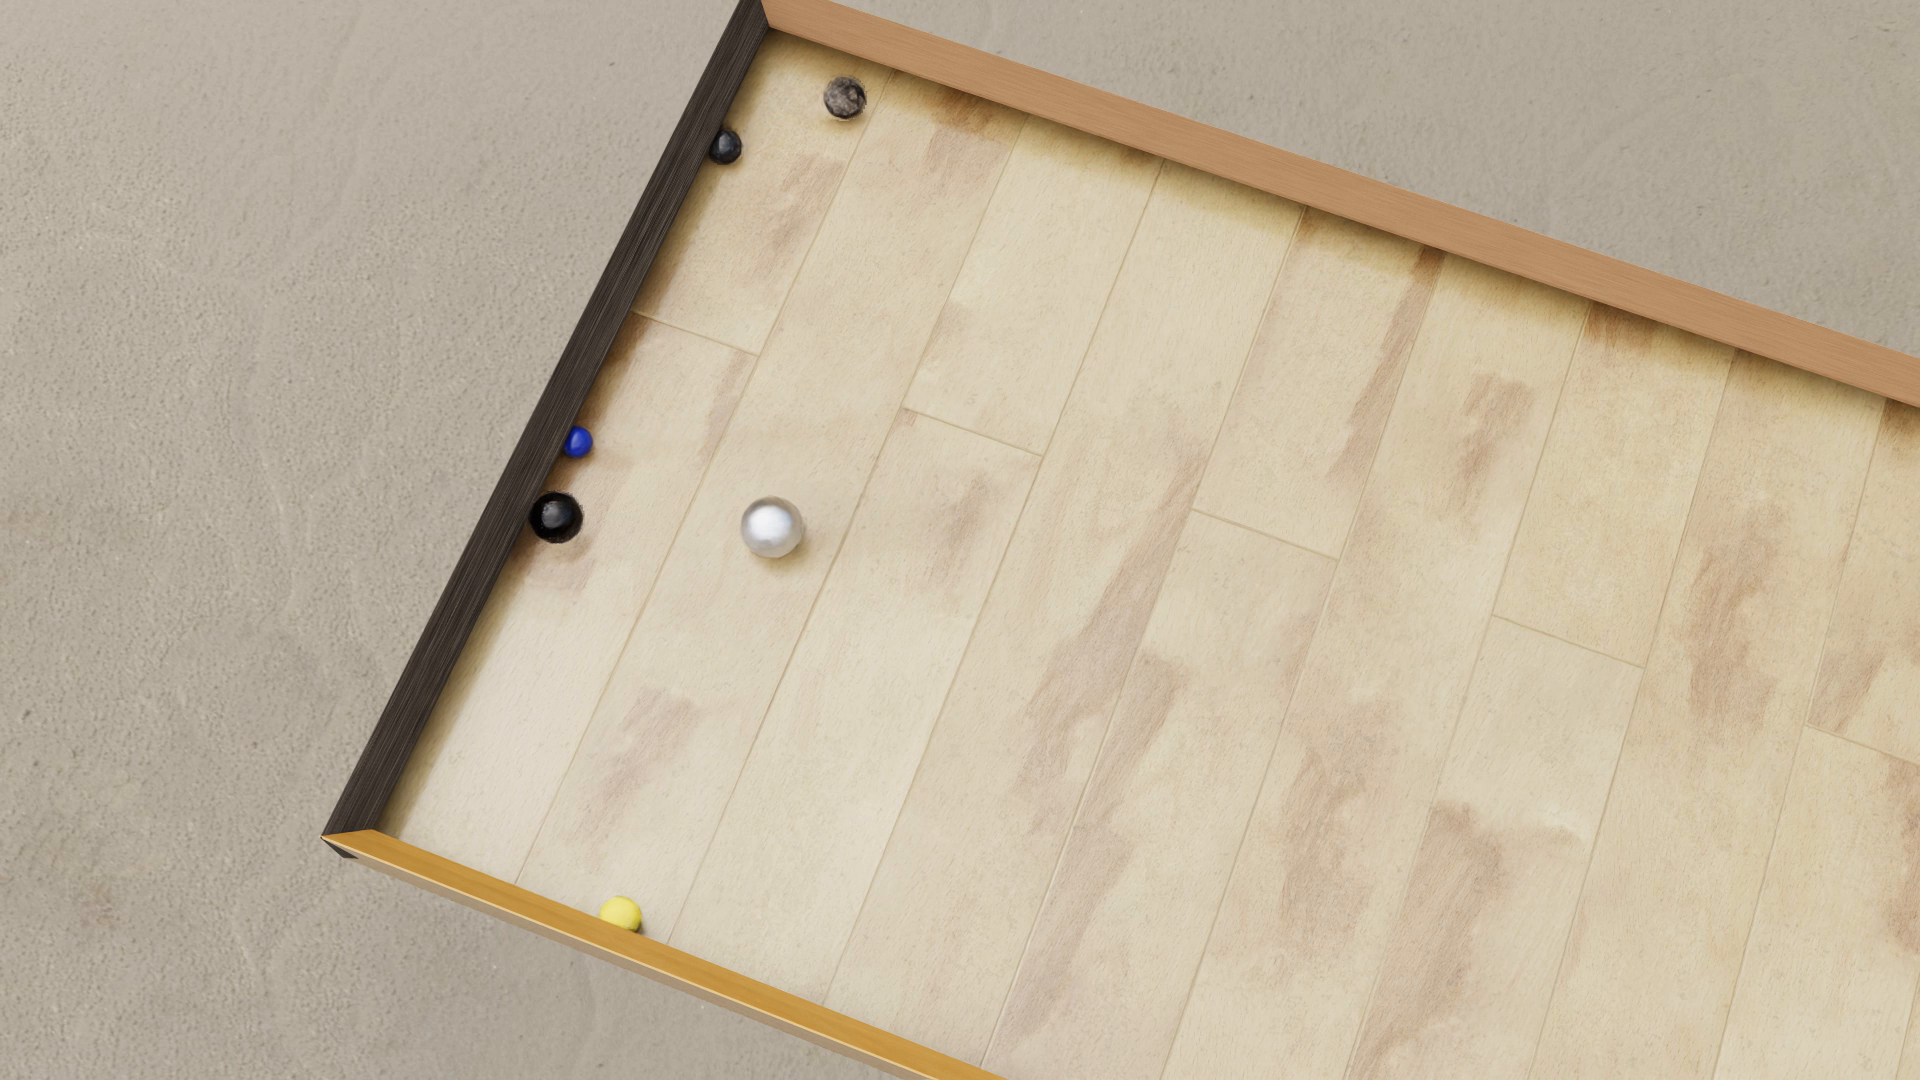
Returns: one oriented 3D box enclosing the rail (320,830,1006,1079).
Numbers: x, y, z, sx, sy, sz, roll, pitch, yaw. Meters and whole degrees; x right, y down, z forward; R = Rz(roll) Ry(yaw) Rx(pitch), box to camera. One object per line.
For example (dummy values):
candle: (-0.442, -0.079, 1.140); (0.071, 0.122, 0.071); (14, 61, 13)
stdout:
rail: (0.363, 0.898, 3.088); (2.761, 0.128, 0.045); (20, 70, 8)

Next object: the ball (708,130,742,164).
ball: (-0.399, -0.669, 3.736); (0.058, 0.058, 0.058); (0, 69, 0)

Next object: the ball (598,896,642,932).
ball: (-0.503, 0.559, 3.256); (0.063, 0.063, 0.063); (0, 69, 0)

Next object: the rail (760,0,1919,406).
rail: (0.925, -0.456, 3.615); (2.761, 0.128, 0.045); (20, 70, 8)

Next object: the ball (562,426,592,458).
ball: (-0.617, -0.159, 3.542); (0.051, 0.051, 0.051); (0, 69, 0)

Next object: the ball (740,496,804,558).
ball: (-0.296, -0.021, 3.463); (0.098, 0.098, 0.098); (0, 69, 0)

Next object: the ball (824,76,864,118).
ball: (-0.198, -0.757, 3.764); (0.071, 0.071, 0.071); (0, 69, 0)

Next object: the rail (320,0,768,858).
rail: (-0.622, -0.234, 3.529); (0.045, 0.128, 1.606); (20, 70, 8)

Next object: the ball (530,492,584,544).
ball: (-0.638, -0.035, 3.477); (0.083, 0.083, 0.083); (0, 69, 0)
